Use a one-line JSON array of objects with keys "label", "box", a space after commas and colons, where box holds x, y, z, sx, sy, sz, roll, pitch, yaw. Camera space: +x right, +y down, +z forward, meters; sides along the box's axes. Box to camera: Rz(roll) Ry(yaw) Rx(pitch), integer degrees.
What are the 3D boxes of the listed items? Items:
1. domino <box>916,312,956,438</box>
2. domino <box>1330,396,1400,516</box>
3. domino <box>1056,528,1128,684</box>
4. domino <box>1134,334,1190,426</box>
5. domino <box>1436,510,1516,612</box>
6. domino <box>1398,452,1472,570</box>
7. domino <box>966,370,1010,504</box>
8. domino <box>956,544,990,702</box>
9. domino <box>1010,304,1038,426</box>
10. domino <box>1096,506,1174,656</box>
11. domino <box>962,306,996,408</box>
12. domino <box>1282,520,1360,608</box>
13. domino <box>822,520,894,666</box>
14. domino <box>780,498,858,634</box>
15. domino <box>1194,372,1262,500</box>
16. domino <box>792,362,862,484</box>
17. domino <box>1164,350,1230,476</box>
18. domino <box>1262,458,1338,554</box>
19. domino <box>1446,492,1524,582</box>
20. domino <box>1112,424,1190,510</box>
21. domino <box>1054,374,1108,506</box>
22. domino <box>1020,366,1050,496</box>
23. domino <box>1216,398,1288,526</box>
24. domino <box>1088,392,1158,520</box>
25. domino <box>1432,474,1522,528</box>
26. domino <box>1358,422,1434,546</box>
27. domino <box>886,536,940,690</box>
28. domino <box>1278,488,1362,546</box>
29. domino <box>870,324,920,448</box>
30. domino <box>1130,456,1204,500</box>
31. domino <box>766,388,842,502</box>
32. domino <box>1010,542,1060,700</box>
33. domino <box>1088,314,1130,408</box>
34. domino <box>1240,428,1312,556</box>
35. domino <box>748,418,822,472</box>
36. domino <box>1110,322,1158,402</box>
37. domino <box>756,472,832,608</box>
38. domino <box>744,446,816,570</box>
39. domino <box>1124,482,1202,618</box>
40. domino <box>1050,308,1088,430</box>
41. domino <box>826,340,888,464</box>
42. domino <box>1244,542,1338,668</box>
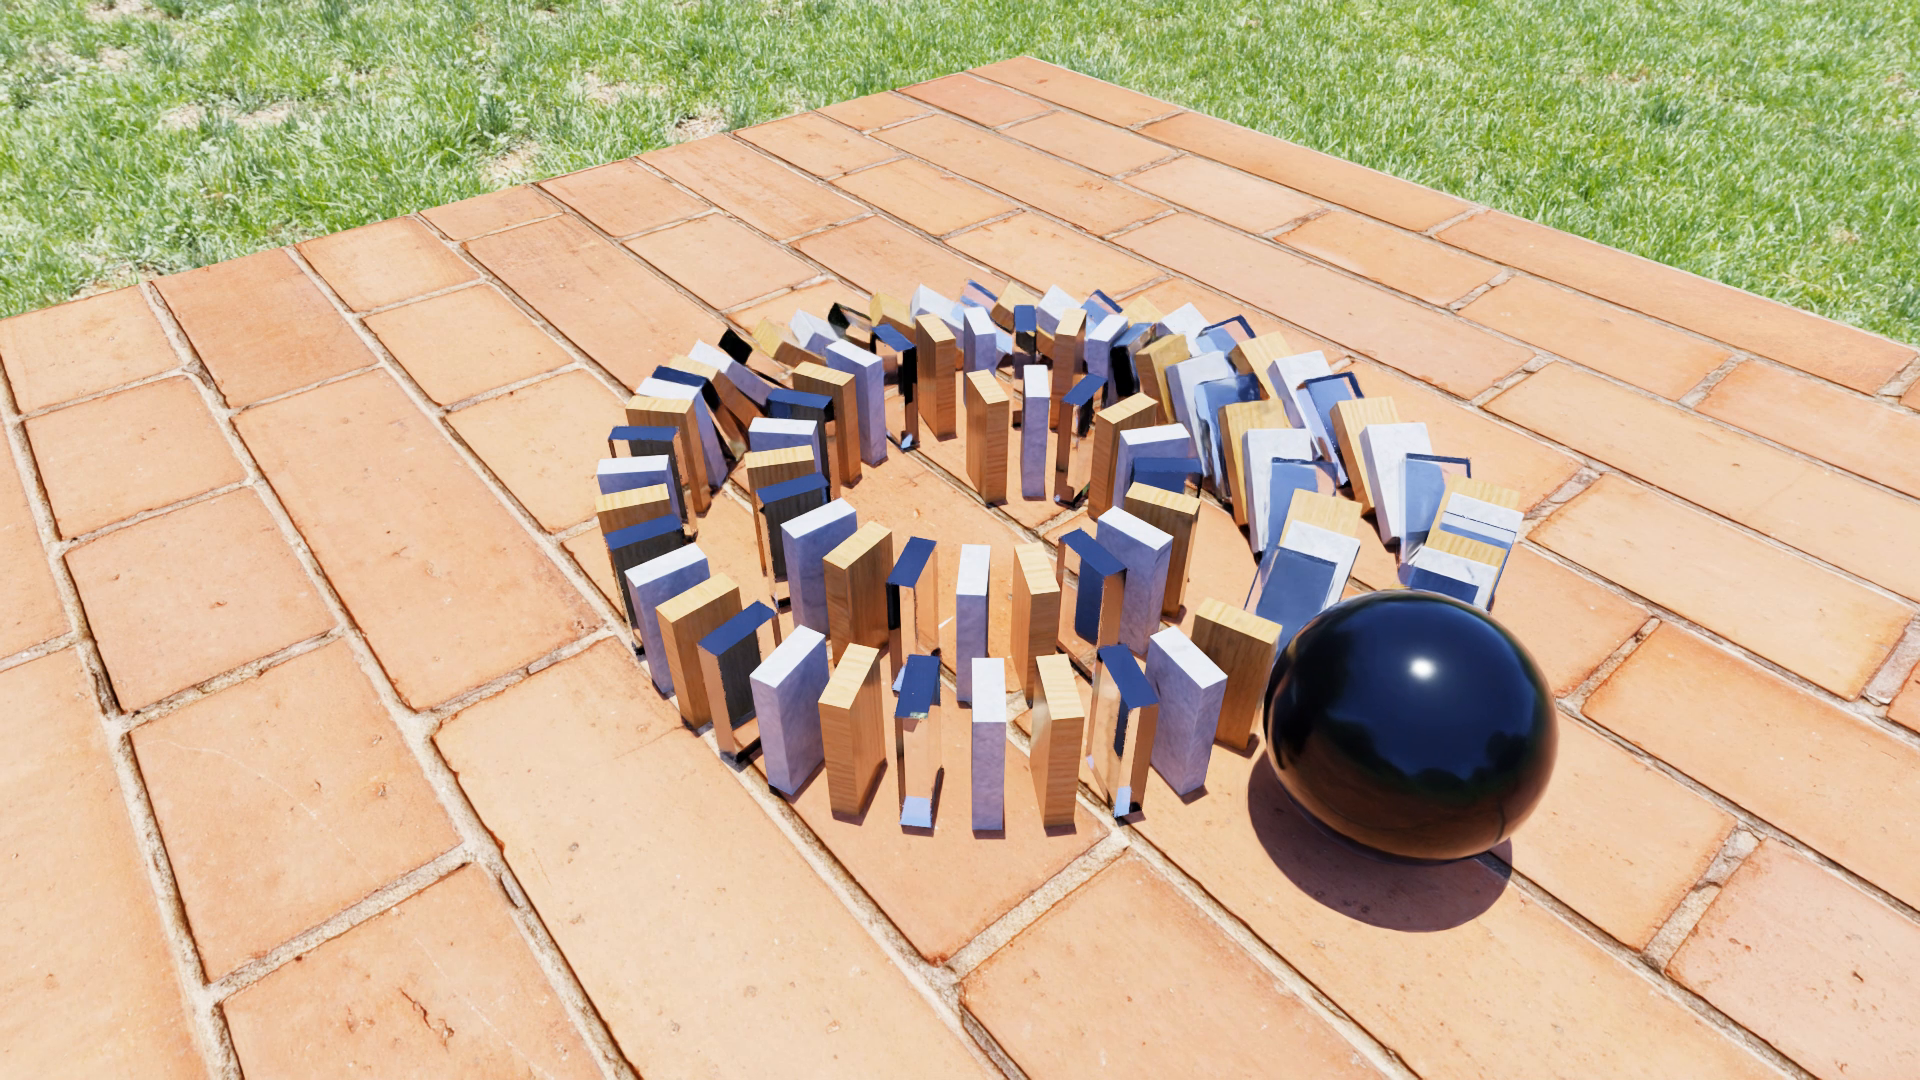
[{"label": "domino", "box": [-0.011, -0.075, 0.503, 0.010, 0.050, 0.025, -14, 41, -17]}, {"label": "domino", "box": [0.178, -0.036, 0.469, 0.025, 0.009, 0.050, -6, 69, -8]}, {"label": "domino", "box": [0.044, 0.023, 0.383, 0.010, 0.050, 0.025, -22, 44, -25]}, {"label": "domino", "box": [0.095, -0.064, 0.490, 0.025, 0.050, 0.010, -33, 24, -34]}, {"label": "domino", "box": [0.177, 0.017, 0.394, 0.025, 0.050, 0.009, 20, 5, 23]}, {"label": "domino", "box": [0.189, -0.009, 0.437, 0.025, 0.009, 0.050, 6, 68, 7]}, {"label": "domino", "box": [0.011, -0.043, 0.464, 0.009, 0.050, 0.025, -12, 41, -15]}, {"label": "domino", "box": [0.005, 0.029, 0.376, 0.010, 0.050, 0.025, 3, 39, 4]}, {"label": "domino", "box": [0.029, -0.080, 0.510, 0.009, 0.050, 0.025, 0, 39, 0]}, {"label": "domino", "box": [0.060, 0.015, 0.393, 0.025, 0.050, 0.010, 31, 49, 32]}, {"label": "domino", "box": [0.009, -0.079, 0.508, 0.009, 0.050, 0.025, -8, 40, -10]}, {"label": "domino", "box": [0.124, 0.020, 0.399, 0.025, 0.009, 0.050, 20, 76, 22]}, {"label": "domino", "box": [-0.034, 0.021, 0.386, 0.009, 0.050, 0.025, 25, 45, 27]}, {"label": "domino", "box": [-0.049, 0.012, 0.397, 0.025, 0.050, 0.010, -26, 46, -29]}, {"label": "domino", "box": [0.118, -0.044, 0.470, 0.025, 0.050, 0.009, -11, 0, -14]}, {"label": "domino", "box": [-0.057, -0.050, 0.472, 0.025, 0.050, 0.009, 18, 43, 21]}, {"label": "domino", "box": [0.108, -0.055, 0.481, 0.025, 0.050, 0.010, -20, 10, -22]}, {"label": "domino", "box": [0.132, -0.006, 0.429, 0.025, 0.010, 0.050, 5, 76, 7]}, {"label": "domino", "box": [0.185, 0.010, 0.404, 0.025, 0.050, 0.010, 21, 0, 23]}, {"label": "domino", "box": [0.075, -0.021, 0.438, 0.025, 0.050, 0.010, -8, 40, -10]}, {"label": "domino", "box": [0.051, -0.042, 0.462, 0.009, 0.050, 0.025, 22, 44, 24]}, {"label": "domino", "box": [0.031, -0.046, 0.468, 0.010, 0.050, 0.025, 0, 39, 0]}, {"label": "domino", "box": [0.125, -0.032, 0.458, 0.025, 0.009, 0.050, -7, 83, -9]}, {"label": "domino", "box": [0.066, -0.033, 0.452, 0.025, 0.050, 0.009, -27, 47, -29]}, {"label": "domino", "box": [0.190, 0.003, 0.416, 0.025, 0.009, 0.050, 20, 85, 23]}, {"label": "domino", "box": [0.183, -0.023, 0.454, 0.025, 0.010, 0.050, -3, 69, -3]}, {"label": "domino", "box": [-0.016, 0.026, 0.379, 0.010, 0.050, 0.025, 11, 41, 13]}, {"label": "domino", "box": [0.132, 0.008, 0.413, 0.025, 0.009, 0.050, 15, 76, 18]}, {"label": "domino", "box": [-0.029, -0.069, 0.496, 0.009, 0.050, 0.025, -22, 44, -24]}, {"label": "domino", "box": [0.077, -0.008, 0.422, 0.025, 0.050, 0.010, 2, 39, 2]}, {"label": "domino", "box": [-0.065, -0.038, 0.458, 0.025, 0.050, 0.009, 11, 41, 13]}, {"label": "domino", "box": [0.025, 0.028, 0.377, 0.010, 0.050, 0.025, -7, 40, -8]}, {"label": "domino", "box": [0.068, -0.074, 0.502, 0.010, 0.050, 0.025, 15, 42, 25]}, {"label": "domino", "box": [0.129, -0.020, 0.444, 0.025, 0.010, 0.050, -2, 78, -2]}, {"label": "domino", "box": [-0.069, -0.025, 0.442, 0.025, 0.050, 0.010, 3, 39, 4]}, {"label": "domino", "box": [0.081, -0.070, 0.496, 0.010, 0.050, 0.025, 10, 38, 37]}, {"label": "domino", "box": [-0.060, 0.000, 0.411, 0.025, 0.050, 0.010, -18, 43, -21]}, {"label": "domino", "box": [-0.067, -0.012, 0.426, 0.025, 0.050, 0.009, -8, 40, -10]}, {"label": "domino", "box": [0.072, 0.004, 0.406, 0.025, 0.050, 0.009, 17, 42, 19]}, {"label": "domino", "box": [0.050, -0.078, 0.507, 0.009, 0.050, 0.025, 11, 40, 13]}, {"label": "domino", "box": [-0.045, -0.061, 0.486, 0.025, 0.050, 0.009, 29, 48, 31]}, {"label": "domino", "box": [0.113, 0.028, 0.388, 0.025, 0.010, 0.050, 18, 75, 22]}]
